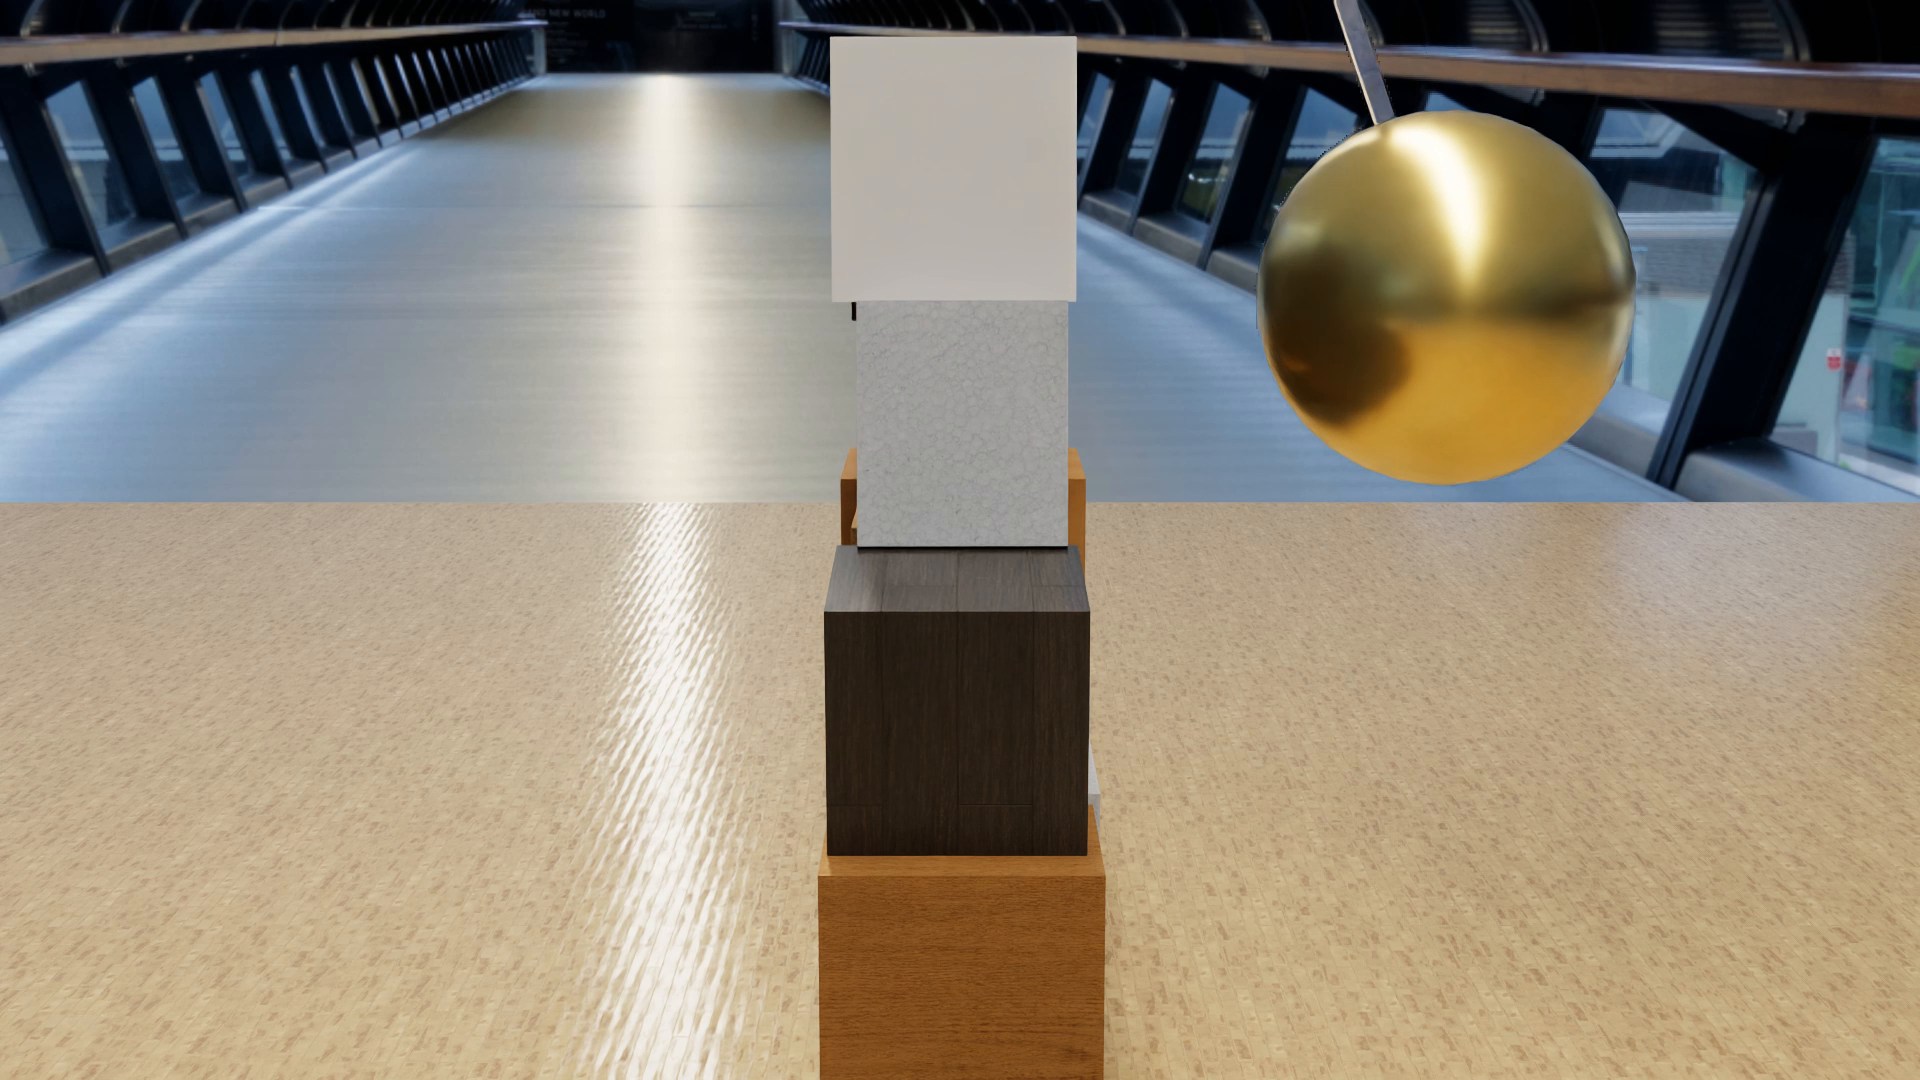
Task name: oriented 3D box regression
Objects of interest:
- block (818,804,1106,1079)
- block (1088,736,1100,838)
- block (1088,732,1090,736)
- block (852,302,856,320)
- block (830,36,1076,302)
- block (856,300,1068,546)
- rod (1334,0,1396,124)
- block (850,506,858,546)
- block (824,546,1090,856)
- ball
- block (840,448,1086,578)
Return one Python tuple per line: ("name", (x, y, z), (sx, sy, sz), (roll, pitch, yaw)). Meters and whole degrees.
("block", (0.006, 1.475, 8.914), (0.945, 0.909, 0.833), (0, 10, 0))
("block", (0.017, 1.280, 9.880), (0.978, 0.946, 1.117), (0, 10, 0))
("block", (0.017, 0.911, 11.957), (1.118, 0.929, 1.086), (0, 10, 0))
("block", (-0.008, -1.321, 10.551), (0.841, 0.775, 0.918), (0, 9, 0))
("block", (-0.023, -1.379, 9.681), (0.891, 0.953, 0.764), (0, 6, 0))
("block", (0.007, -0.440, 9.683), (0.760, 0.884, 0.912), (0, 3, 0))
("rod", (0.899, -4.174, 10.421), (0.080, 5.200, 0.080), (-20, 10, 4))
("block", (-0.018, 0.272, 10.676), (0.831, 0.776, 0.854), (0, 9, 0))
("block", (-0.009, 0.541, 8.978), (0.877, 0.853, 0.913), (0, 14, 0))
("ball", (2.074, -1.035, 10.992), (1.600, 1.600, 1.600), (0, 10, 0))
("block", (0.014, 0.076, 11.559), (1.054, 0.857, 0.932), (0, 10, 0))
